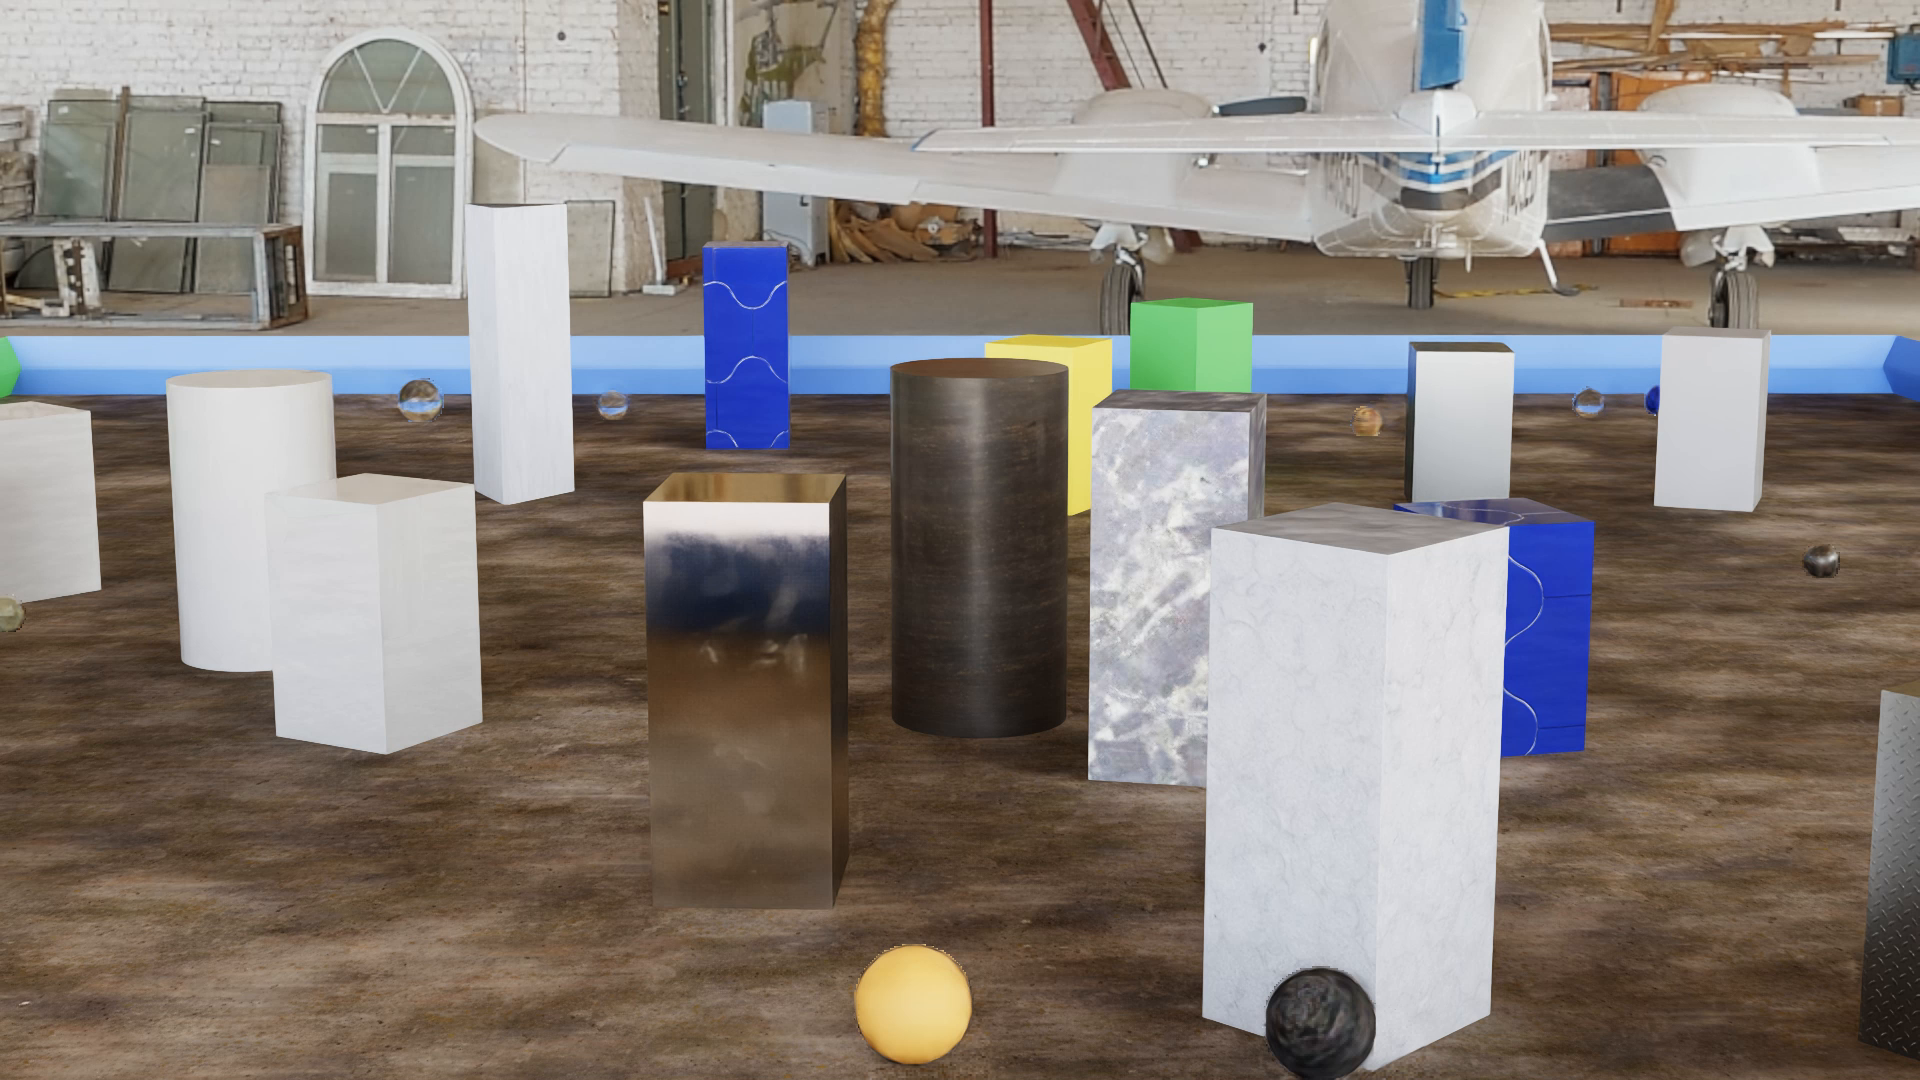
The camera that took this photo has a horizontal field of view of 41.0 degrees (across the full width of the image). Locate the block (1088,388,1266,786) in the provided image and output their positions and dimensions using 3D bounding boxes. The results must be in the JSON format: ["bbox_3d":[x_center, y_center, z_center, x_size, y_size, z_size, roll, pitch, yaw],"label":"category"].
[{"bbox_3d":[0.228,0.047,2.673,0.159,0.387,0.159,2,11,13],"label":"block"}]

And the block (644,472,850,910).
[{"bbox_3d":[-0.186,0.131,2.290,0.159,0.360,0.159,1,10,3],"label":"block"}]

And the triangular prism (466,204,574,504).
[{"bbox_3d":[-0.778,-0.323,4.374,0.149,0.494,0.172,7,12,32],"label":"triangular prism"}]

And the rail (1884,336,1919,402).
[{"bbox_3d":[2.093,0.031,3.461,0.045,0.129,4.684,0,10,0],"label":"rail"}]

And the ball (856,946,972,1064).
[{"bbox_3d":[-0.034,0.343,1.895,0.086,0.086,0.086,0,10,0],"label":"ball"}]

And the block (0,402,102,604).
[{"bbox_3d":[-1.320,-0.053,3.578,0.159,0.254,0.159,9,14,41],"label":"block"}]

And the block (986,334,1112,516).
[{"bbox_3d":[0.148,-0.195,4.284,0.159,0.275,0.159,5,12,27],"label":"block"}]

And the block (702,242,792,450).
[{"bbox_3d":[-0.411,-0.380,4.976,0.159,0.387,0.159,0,10,-2],"label":"block"}]

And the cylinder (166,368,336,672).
[{"bbox_3d":[-0.874,-0.028,3.187,0.198,0.347,0.198,0,10,0],"label":"cylinder"}]

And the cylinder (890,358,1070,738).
[{"bbox_3d":[0.021,0.004,2.873,0.198,0.397,0.198,0,10,0],"label":"cylinder"}]

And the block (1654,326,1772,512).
[{"bbox_3d":[1.266,-0.206,4.314,0.159,0.287,0.159,4,11,22],"label":"block"}]

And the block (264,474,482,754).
[{"bbox_3d":[-0.644,0.077,2.828,0.159,0.271,0.159,6,12,29],"label":"block"}]

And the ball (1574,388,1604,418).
[{"bbox_3d":[1.312,-0.284,5.348,0.063,0.063,0.063,0,10,0],"label":"ball"}]

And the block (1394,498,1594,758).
[{"bbox_3d":[0.575,0.093,2.794,0.159,0.251,0.159,-3,11,-15],"label":"block"}]

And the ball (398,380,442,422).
[{"bbox_3d":[-1.115,-0.287,5.292,0.089,0.089,0.089,0,10,0],"label":"ball"}]

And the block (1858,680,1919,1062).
[{"bbox_3d":[0.790,0.247,1.902,0.159,0.273,0.159,-8,13,-37],"label":"block"}]

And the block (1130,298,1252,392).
[{"bbox_3d":[0.426,-0.290,4.737,0.159,0.297,0.159,-10,15,-44],"label":"block"}]

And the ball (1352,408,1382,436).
[{"bbox_3d":[0.808,-0.233,5.092,0.057,0.057,0.057,0,10,0],"label":"ball"}]

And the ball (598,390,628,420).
[{"bbox_3d":[-0.721,-0.279,5.324,0.062,0.062,0.062,0,10,0],"label":"ball"}]

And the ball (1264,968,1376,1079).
[{"bbox_3d":[0.261,0.350,1.855,0.080,0.080,0.080,0,10,0],"label":"ball"}]

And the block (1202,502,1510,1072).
[{"bbox_3d":[0.300,0.180,1.957,0.159,0.385,0.159,10,14,43],"label":"block"}]

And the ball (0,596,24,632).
[{"bbox_3d":[-1.243,0.096,3.334,0.048,0.048,0.048,0,10,0],"label":"ball"}]

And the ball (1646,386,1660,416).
[{"bbox_3d":[1.474,-0.293,5.393,0.065,0.065,0.065,0,10,0],"label":"ball"}]

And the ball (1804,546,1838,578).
[{"bbox_3d":[1.238,0.031,3.689,0.047,0.047,0.047,0,10,0],"label":"ball"}]

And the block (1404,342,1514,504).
[{"bbox_3d":[0.837,-0.194,4.314,0.159,0.262,0.159,1,11,5],"label":"block"}]

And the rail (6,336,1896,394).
[{"bbox_3d":[-0.013,-0.389,5.728,4.233,0.129,0.045,0,10,0],"label":"rail"}]

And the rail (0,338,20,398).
[{"bbox_3d":[-2.093,0.035,3.437,0.045,0.129,4.684,0,10,0],"label":"rail"}]
